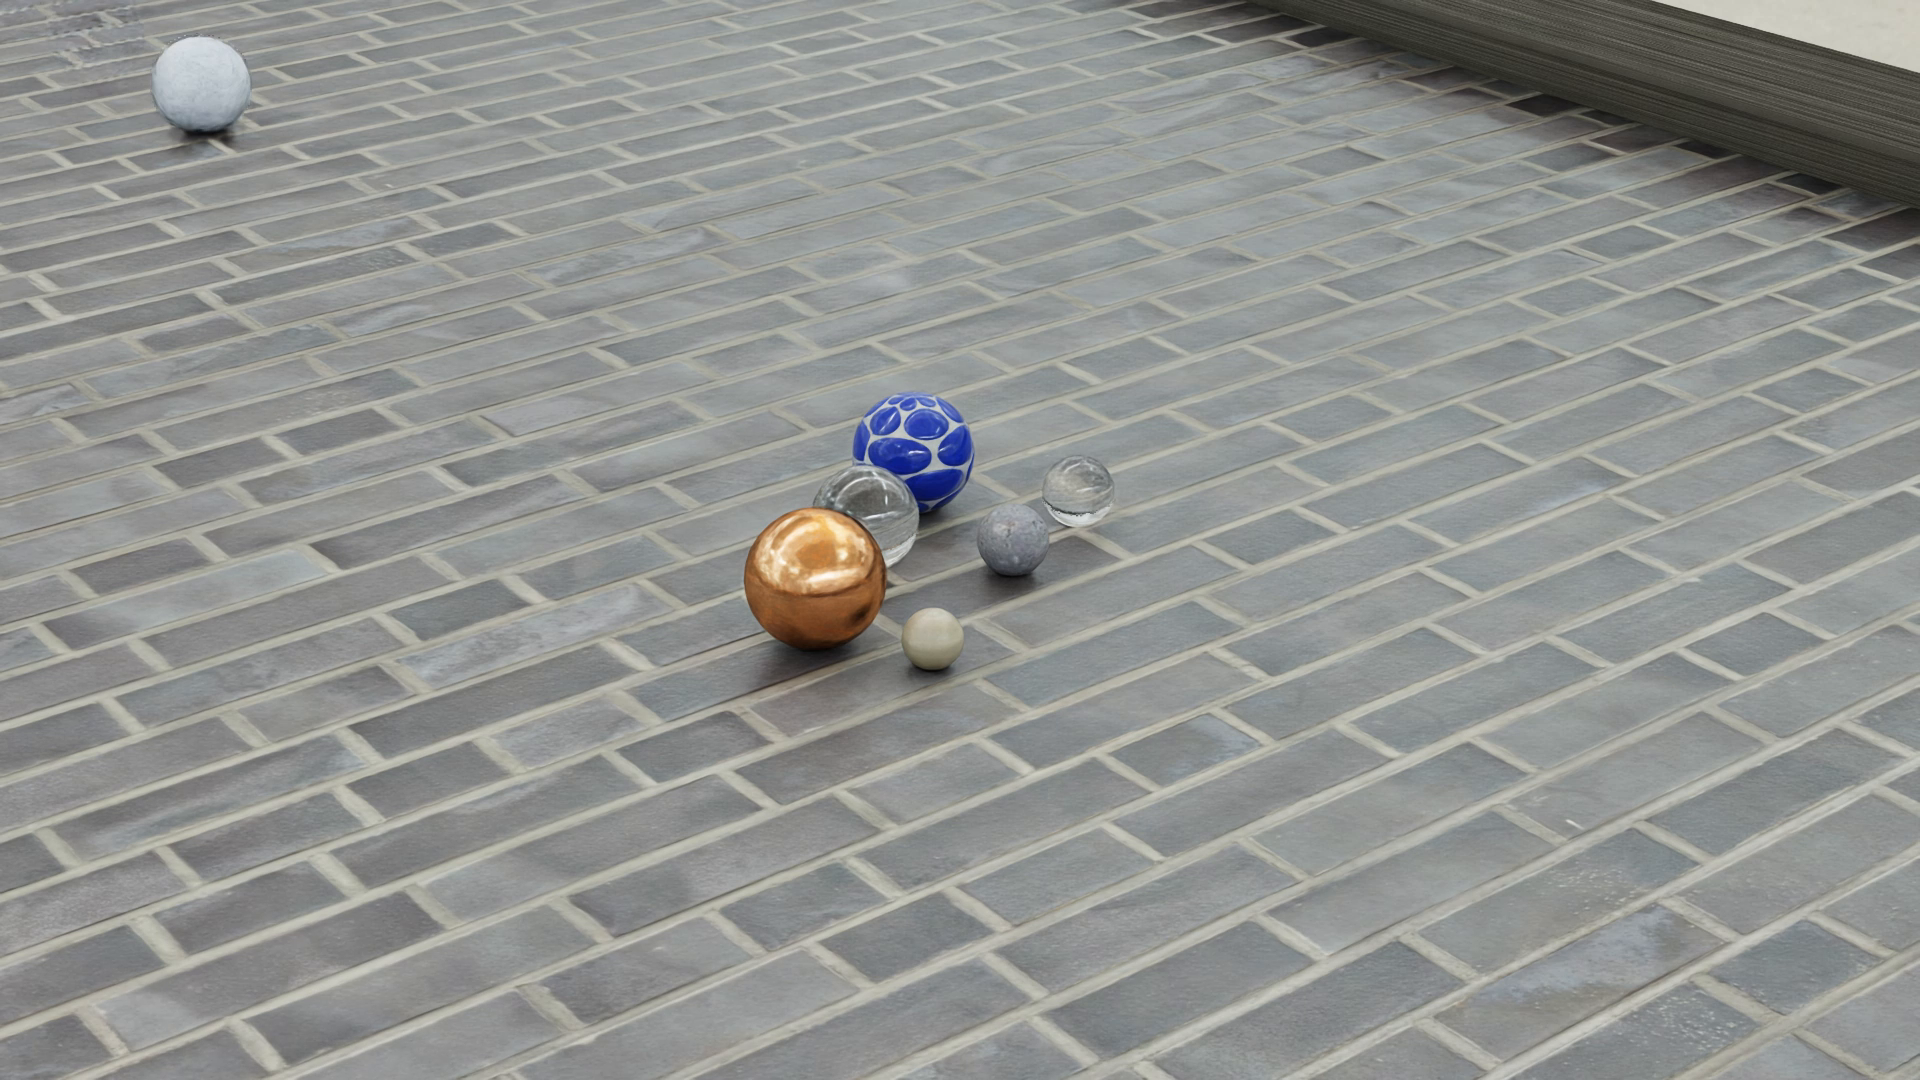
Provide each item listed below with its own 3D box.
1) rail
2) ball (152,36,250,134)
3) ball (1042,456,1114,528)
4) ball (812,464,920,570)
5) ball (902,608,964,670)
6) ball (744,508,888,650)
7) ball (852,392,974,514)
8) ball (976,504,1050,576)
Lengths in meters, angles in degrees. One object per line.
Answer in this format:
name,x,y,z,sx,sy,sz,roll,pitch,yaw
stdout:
rail,0.315,-0.707,3.501,0.045,0.129,4.183,-19,31,-34
ball,-0.786,-0.472,3.048,0.100,0.100,0.100,0,26,0
ball,0.088,-0.036,2.195,0.054,0.054,0.054,0,26,0
ball,-0.069,-0.015,2.121,0.079,0.079,0.079,0,26,0
ball,-0.018,0.067,1.992,0.043,0.043,0.043,0,26,0
ball,-0.099,0.027,2.012,0.098,0.098,0.098,0,26,0
ball,-0.035,-0.066,2.211,0.093,0.093,0.093,0,26,0
ball,0.038,0.000,2.121,0.053,0.053,0.053,0,26,0
